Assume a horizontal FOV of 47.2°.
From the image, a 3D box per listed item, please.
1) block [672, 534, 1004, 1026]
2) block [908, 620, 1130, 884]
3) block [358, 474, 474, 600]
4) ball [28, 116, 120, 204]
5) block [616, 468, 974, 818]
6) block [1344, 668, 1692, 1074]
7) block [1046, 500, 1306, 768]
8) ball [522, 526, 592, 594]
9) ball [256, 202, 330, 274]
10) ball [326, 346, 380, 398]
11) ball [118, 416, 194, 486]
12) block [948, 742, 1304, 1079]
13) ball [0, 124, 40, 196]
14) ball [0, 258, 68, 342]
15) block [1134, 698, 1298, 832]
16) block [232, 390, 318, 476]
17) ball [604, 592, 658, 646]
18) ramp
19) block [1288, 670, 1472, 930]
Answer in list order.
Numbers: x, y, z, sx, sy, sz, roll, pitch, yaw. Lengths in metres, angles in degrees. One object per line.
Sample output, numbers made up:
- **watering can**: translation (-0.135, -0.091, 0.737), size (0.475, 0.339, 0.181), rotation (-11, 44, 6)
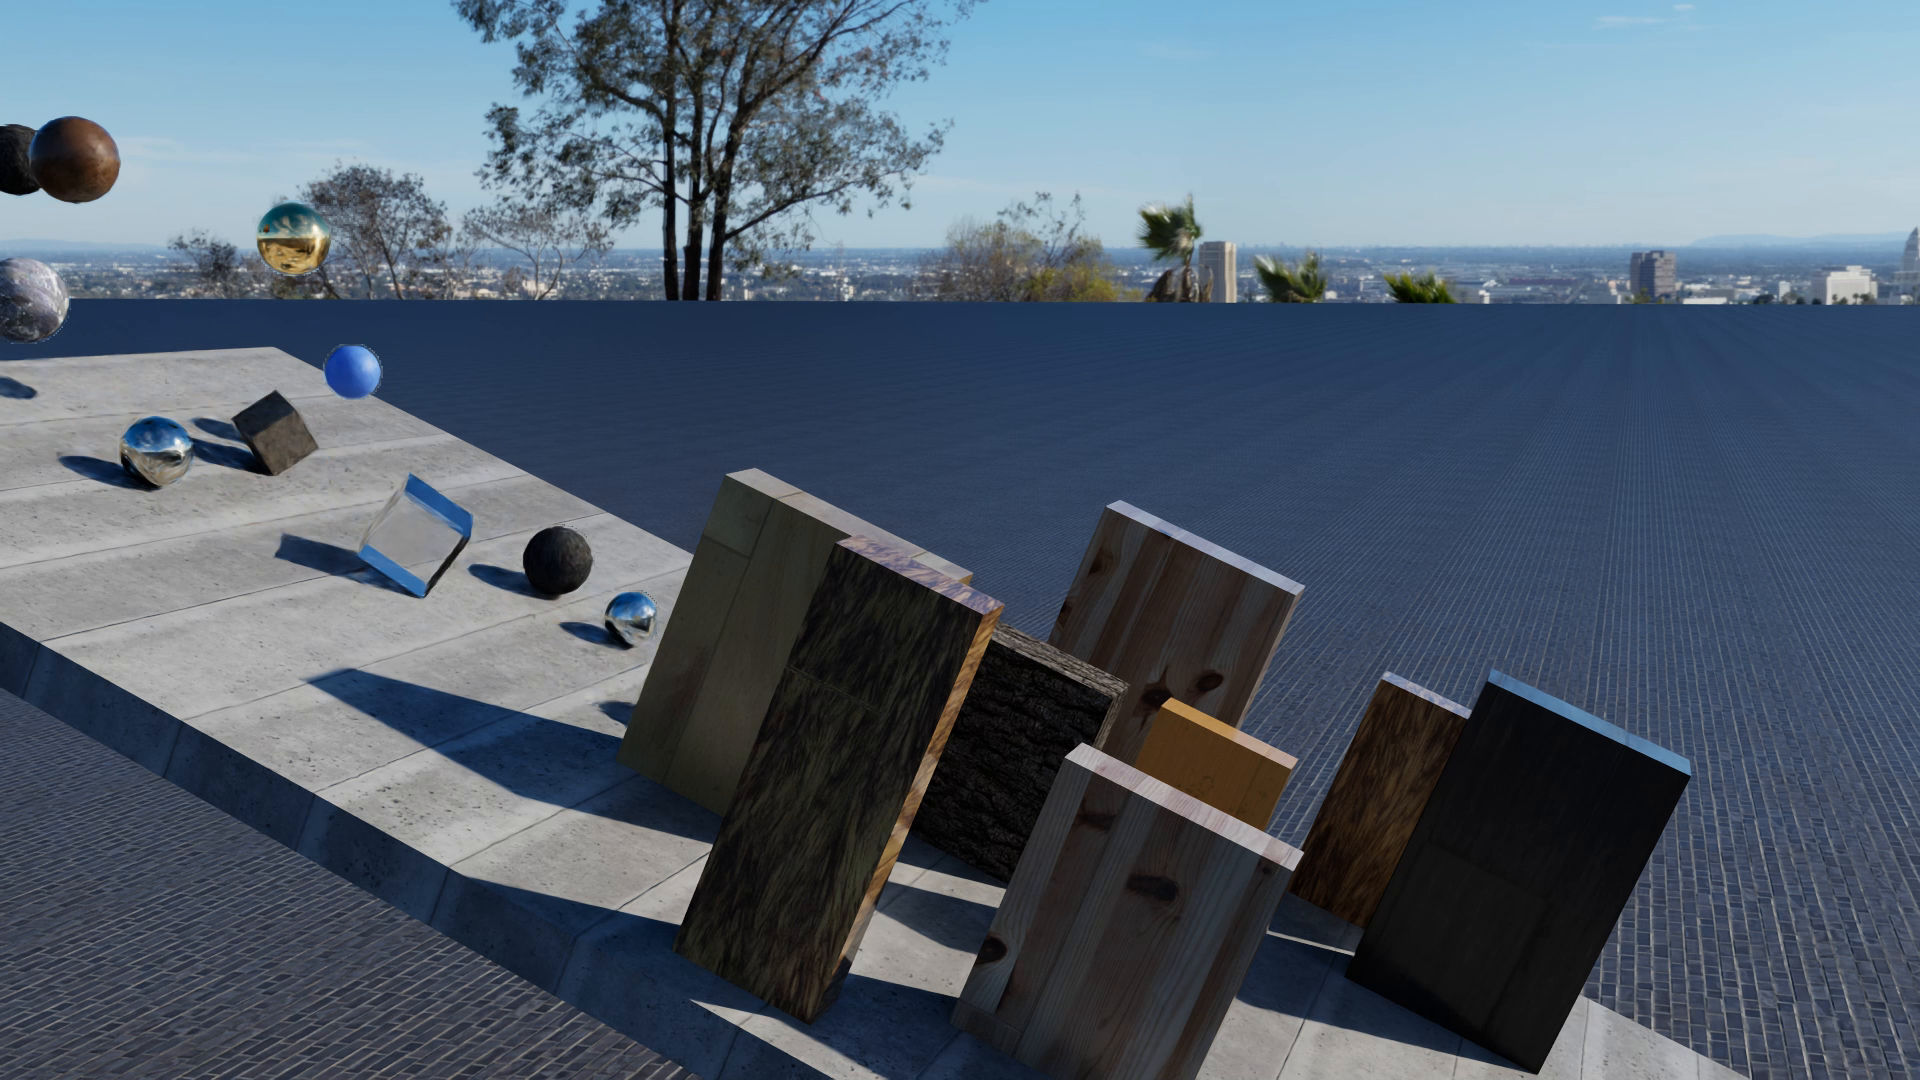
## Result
- **block**: translation (-0.184, 0.355, 3.253), size (0.242, 0.681, 0.109), rotation (26, 13, 13)
- **block**: translation (0.049, 0.381, 4.142), size (0.393, 0.411, 0.145), rotation (26, 13, 13)
- **block**: translation (-1.069, -0.009, 4.325), size (0.152, 0.152, 0.152), rotation (36, 9, -19)
- **ball**: translation (-1.784, -0.766, 4.431), size (0.173, 0.173, 0.173), rotation (0, 7, 0)
- **block**: translation (-0.295, 0.225, 3.861), size (0.441, 0.560, 0.135), rotation (26, 13, 13)
- **block**: translation (1.077, 0.640, 4.270), size (0.406, 0.657, 0.143), rotation (26, 13, 13)
- **block**: translation (0.374, 0.301, 4.492), size (0.418, 0.641, 0.131), rotation (26, 13, 13)
- **ball**: translation (-0.842, 0.043, 4.605), size (0.143, 0.143, 0.143), rotation (0, 7, 0)
- **ball**: translation (-1.380, -0.624, 4.553), size (0.148, 0.148, 0.148), rotation (0, 7, 0)
- **ball**: translation (-1.331, -0.368, 4.820), size (0.117, 0.117, 0.117), rotation (0, 7, 0)
- **ball**: translation (-1.563, -0.172, 4.279), size (0.137, 0.137, 0.137), rotation (0, 7, 0)
- **block**: translation (0.254, 0.616, 3.400), size (0.380, 0.473, 0.112), rotation (26, 13, 13)
- **ball**: translation (-2.021, -0.814, 4.712), size (0.150, 0.150, 0.150), rotation (0, 7, 0)
- **ball**: translation (-1.941, -0.497, 4.554), size (0.176, 0.176, 0.176), rotation (0, 7, 0)
- **block**: translation (0.384, 0.548, 3.894), size (0.248, 0.471, 0.084), rotation (26, 13, 13)
- **block**: translation (-1.446, -0.225, 4.644), size (0.109, 0.109, 0.109), rotation (-37, 45, -19)
- **ball**: translation (-0.672, 0.160, 4.494), size (0.110, 0.110, 0.110), rotation (0, 7, 0)
- **ramp**: translation (-0.293, 0.511, 4.186), size (4.000, 0.100, 2.000), rotation (26, 13, 13)
- **block**: translation (0.983, 0.599, 4.621), size (0.427, 0.504, 0.100), rotation (26, 13, 13)
